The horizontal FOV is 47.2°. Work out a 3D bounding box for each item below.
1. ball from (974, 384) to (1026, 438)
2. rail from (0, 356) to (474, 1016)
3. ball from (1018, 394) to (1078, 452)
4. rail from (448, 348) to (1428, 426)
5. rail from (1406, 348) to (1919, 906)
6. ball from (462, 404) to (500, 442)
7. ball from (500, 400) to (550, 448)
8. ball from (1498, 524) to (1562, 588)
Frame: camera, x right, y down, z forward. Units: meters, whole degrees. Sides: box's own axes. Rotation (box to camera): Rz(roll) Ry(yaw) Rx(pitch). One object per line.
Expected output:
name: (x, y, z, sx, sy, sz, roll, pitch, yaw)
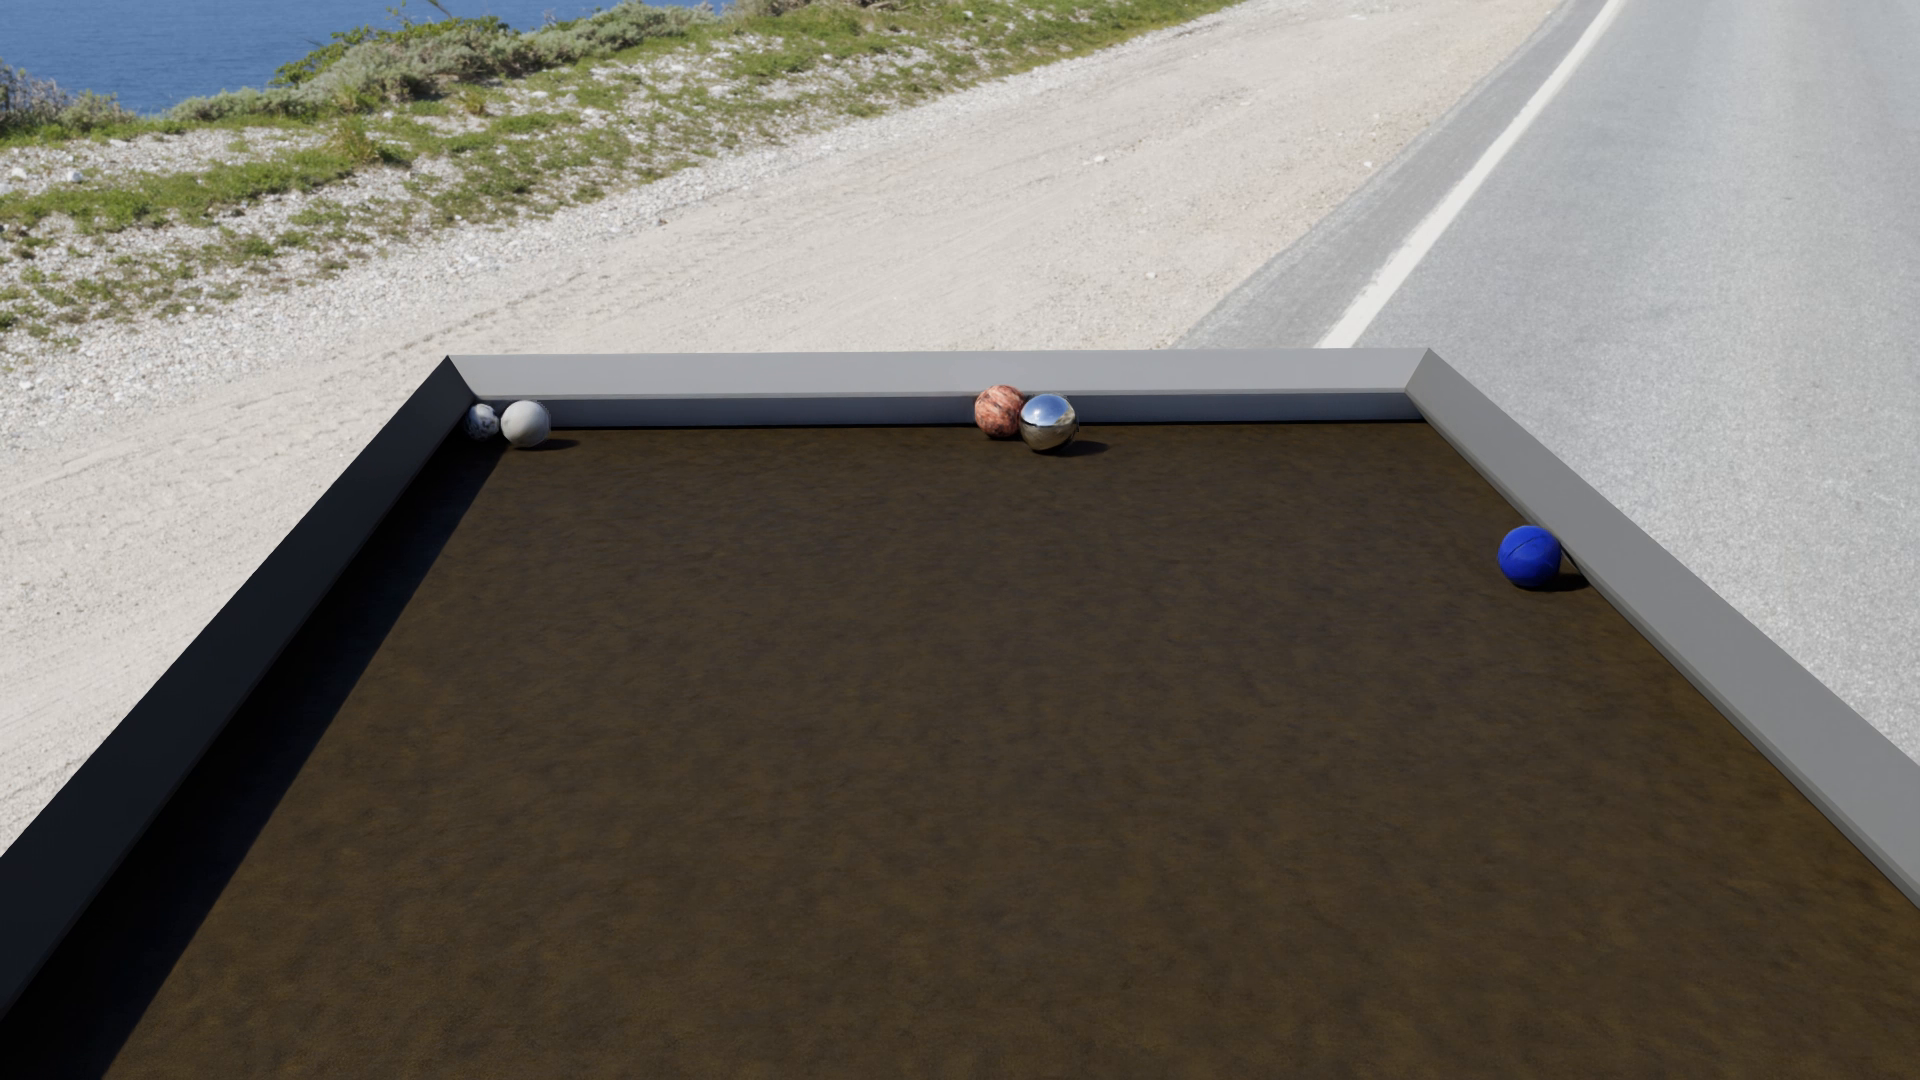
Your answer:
ball: (0.060, -0.189, 3.228, 0.078, 0.078, 0.078, 0, 17, 0)
rail: (-0.685, 0.200, 1.885, 0.045, 0.109, 2.920, -1, 17, -2)
ball: (0.126, -0.167, 3.145, 0.084, 0.084, 0.084, 0, 17, 0)
rail: (-0.026, -0.223, 3.284, 1.473, 0.109, 0.045, -1, 17, -2)
rail: (0.739, 0.185, 1.935, 0.045, 0.109, 2.920, -1, 17, -2)
ball: (-0.698, -0.171, 3.208, 0.055, 0.055, 0.055, 0, 17, 0)
ball: (-0.627, -0.167, 3.172, 0.069, 0.069, 0.069, 0, 17, 0)
ball: (0.661, 0.019, 2.551, 0.072, 0.072, 0.072, 0, 17, 0)
